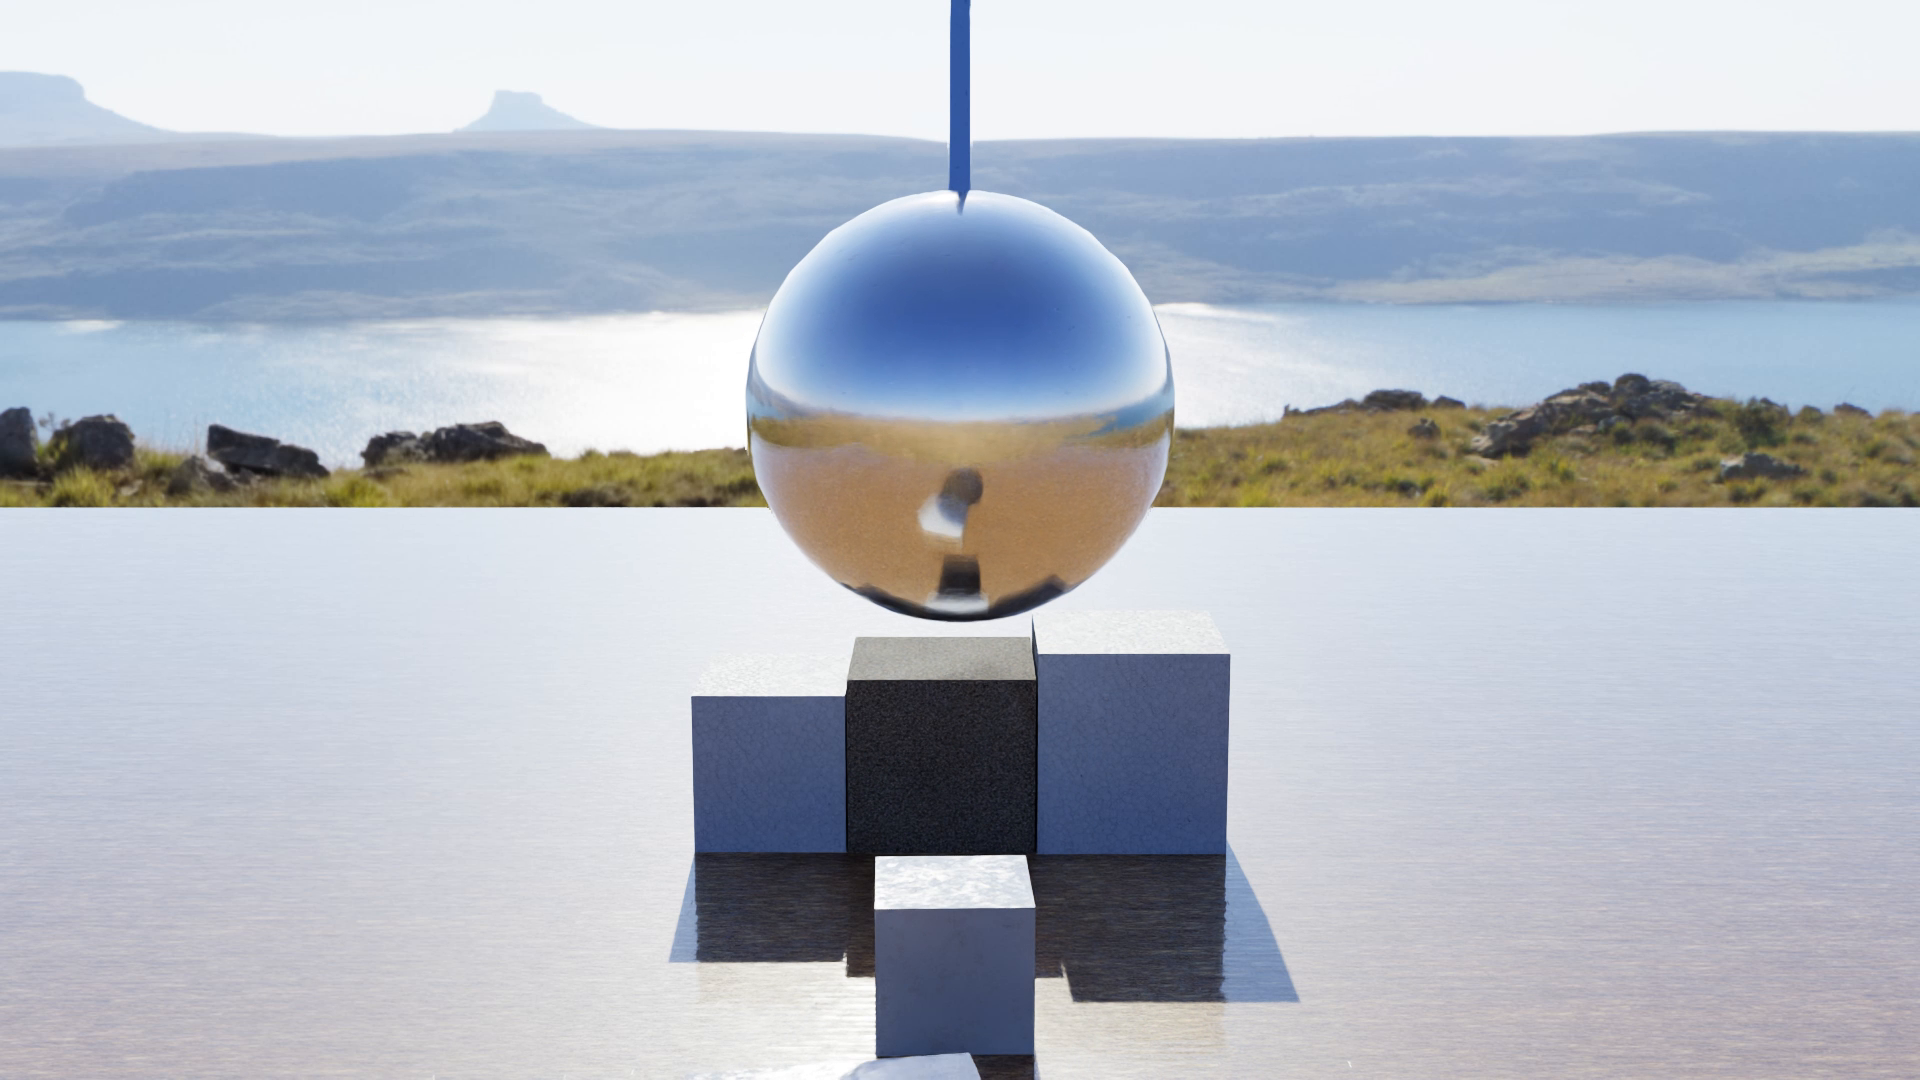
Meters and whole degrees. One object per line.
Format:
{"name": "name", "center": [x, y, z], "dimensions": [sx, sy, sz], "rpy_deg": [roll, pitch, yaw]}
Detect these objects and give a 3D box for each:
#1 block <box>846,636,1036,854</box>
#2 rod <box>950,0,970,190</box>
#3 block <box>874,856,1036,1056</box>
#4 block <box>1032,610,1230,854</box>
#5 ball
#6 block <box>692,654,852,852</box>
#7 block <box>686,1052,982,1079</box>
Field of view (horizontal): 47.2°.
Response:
{"name": "block", "center": [-0.091, 1.039, 11.362], "dimensions": [0.932, 0.890, 0.956], "rpy_deg": [0, 10, 0]}
{"name": "rod", "center": [0.000, -3.719, 9.236], "dimensions": [0.080, 5.200, 0.080], "rpy_deg": [0, -18, 0]}
{"name": "block", "center": [-0.029, 1.652, 8.804], "dimensions": [0.618, 0.599, 0.627], "rpy_deg": [0, 10, -2]}
{"name": "block", "center": [0.855, 0.971, 11.357], "dimensions": [0.943, 1.026, 1.000], "rpy_deg": [0, 10, 0]}
{"name": "ball", "center": [0.000, -0.493, 8.164], "dimensions": [1.600, 1.600, 1.600], "rpy_deg": [0, 10, 0]}
{"name": "block", "center": [-0.947, 1.082, 11.370], "dimensions": [0.759, 0.803, 0.925], "rpy_deg": [0, 10, 0]}
{"name": "block", "center": [-0.319, 2.030, 6.304], "dimensions": [0.866, 0.750, 0.869], "rpy_deg": [-2, 10, -10]}
